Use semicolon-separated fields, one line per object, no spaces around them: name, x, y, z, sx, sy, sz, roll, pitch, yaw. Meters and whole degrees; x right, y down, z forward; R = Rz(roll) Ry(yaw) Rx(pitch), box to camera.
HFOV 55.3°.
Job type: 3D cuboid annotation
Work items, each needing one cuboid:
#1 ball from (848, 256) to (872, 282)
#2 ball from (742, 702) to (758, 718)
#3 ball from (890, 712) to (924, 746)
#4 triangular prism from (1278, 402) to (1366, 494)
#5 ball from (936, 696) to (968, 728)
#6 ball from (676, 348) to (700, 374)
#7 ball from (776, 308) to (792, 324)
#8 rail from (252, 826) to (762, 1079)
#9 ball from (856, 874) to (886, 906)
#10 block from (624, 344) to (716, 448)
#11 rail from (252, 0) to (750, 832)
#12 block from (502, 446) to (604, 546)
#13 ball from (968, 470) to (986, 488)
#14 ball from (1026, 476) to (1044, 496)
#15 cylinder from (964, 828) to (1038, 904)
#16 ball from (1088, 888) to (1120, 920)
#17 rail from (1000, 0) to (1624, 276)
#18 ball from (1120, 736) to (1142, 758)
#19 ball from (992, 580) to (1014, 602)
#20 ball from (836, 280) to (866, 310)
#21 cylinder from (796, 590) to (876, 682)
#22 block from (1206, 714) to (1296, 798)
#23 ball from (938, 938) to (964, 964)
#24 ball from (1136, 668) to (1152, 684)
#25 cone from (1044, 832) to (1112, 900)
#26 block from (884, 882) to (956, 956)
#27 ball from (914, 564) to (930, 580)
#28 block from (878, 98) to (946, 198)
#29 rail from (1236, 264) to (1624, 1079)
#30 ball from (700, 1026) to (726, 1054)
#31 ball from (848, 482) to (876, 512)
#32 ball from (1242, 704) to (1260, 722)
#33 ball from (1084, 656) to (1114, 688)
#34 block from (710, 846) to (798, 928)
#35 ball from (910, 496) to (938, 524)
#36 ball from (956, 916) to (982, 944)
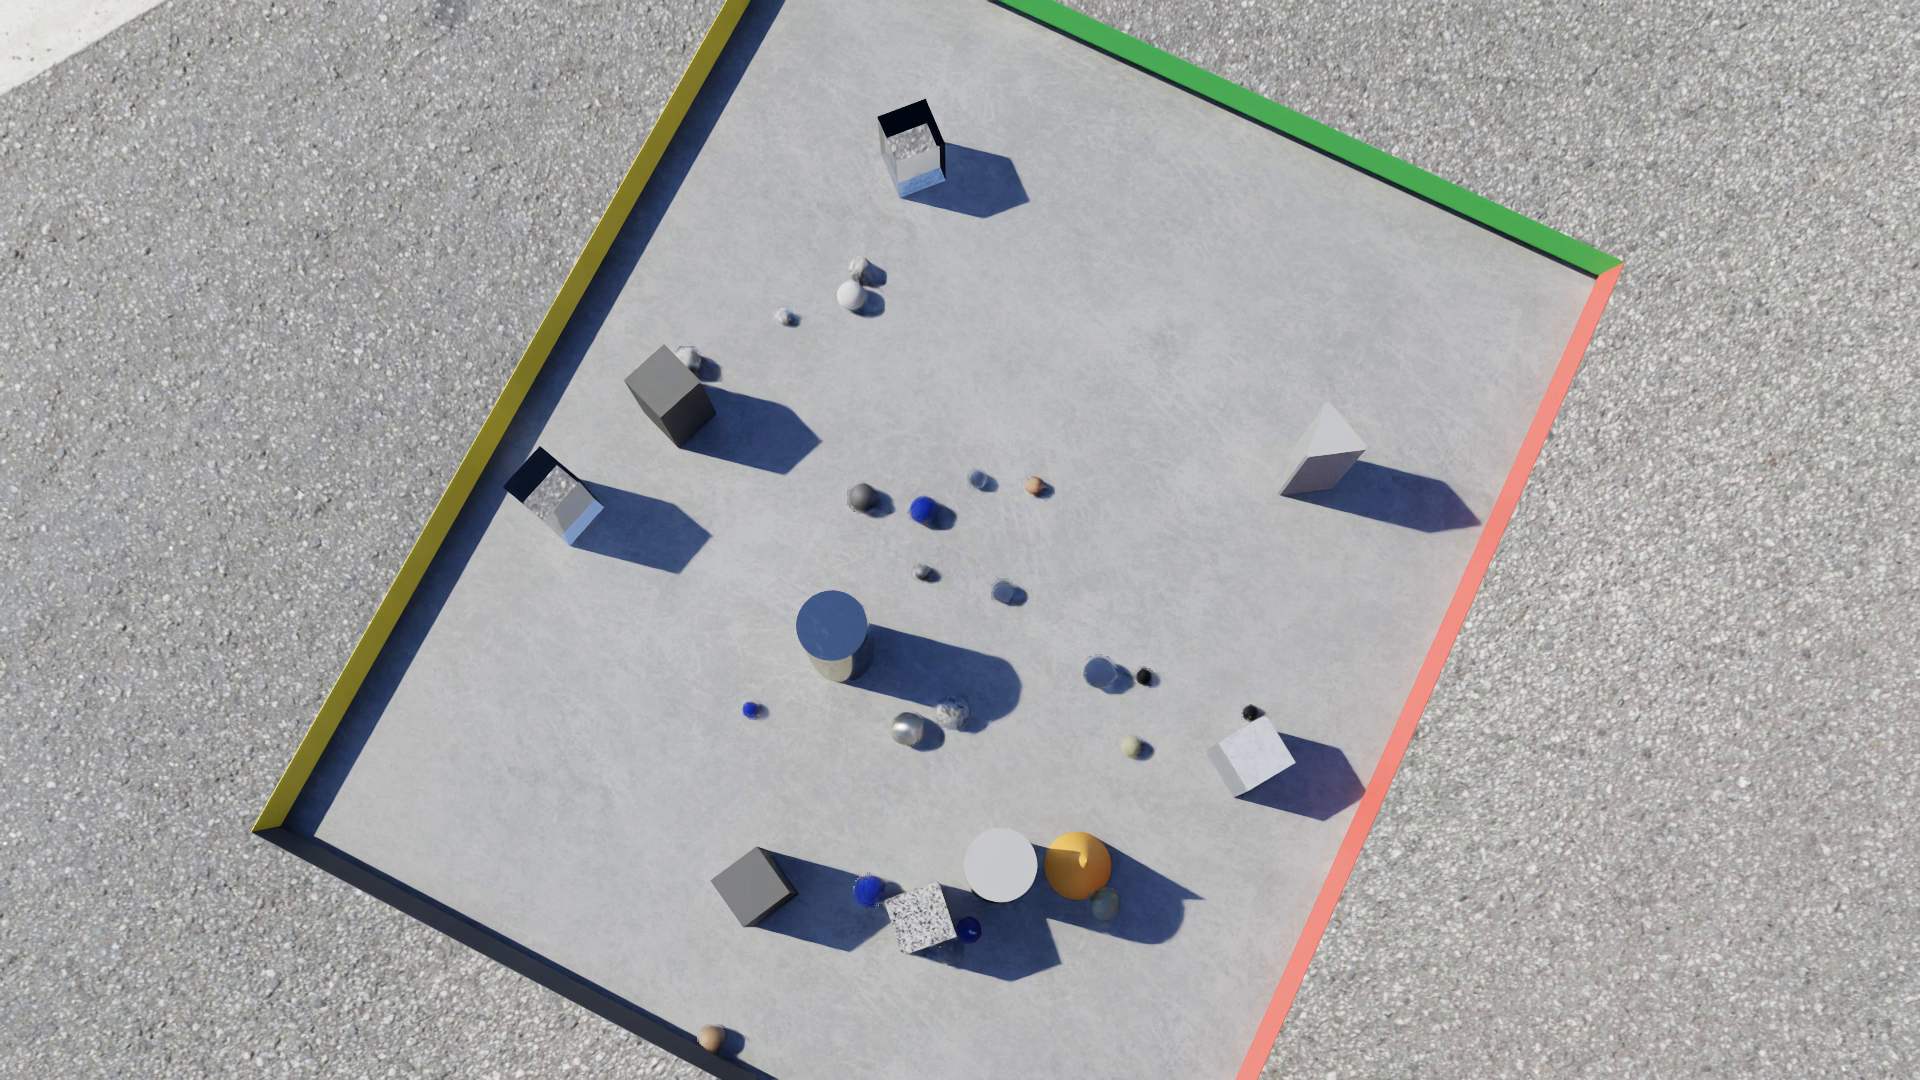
ball;-0.314;-0.851;5.754;0.076;0.076;0.076;0;78;0
ball;-0.627;0.508;5.486;0.050;0.050;0.050;0;78;0
ball;-0.158;0.561;5.450;0.100;0.100;0.100;0;78;0
triangular prism;1.055;-0.273;5.429;0.172;0.478;0.149;-8;78;-2
ball;-0.022;0.511;5.461;0.097;0.097;0.097;0;78;0
ball;-0.846;-0.554;5.684;0.083;0.083;0.083;0;78;0
ball;-0.553;-0.701;5.737;0.049;0.049;0.049;0;78;0
rail;-0.749;1.474;5.244;2.900;0.129;0.045;26;80;5
ball;-0.261;1.024;5.360;0.088;0.088;0.088;0;78;0
block;-0.870;-0.430;5.526;0.159;0.352;0.159;-43;82;-8
rail;-1.276;-0.618;5.677;0.045;0.129;3.398;26;80;5
block;-1.207;-0.127;5.460;0.159;0.358;0.159;39;81;7
ball;0.055;-0.185;5.627;0.055;0.055;0.055;0;78;0
ball;0.228;-0.166;5.622;0.056;0.056;0.056;0;78;0
cylinder;0.109;0.925;5.180;0.199;0.480;0.199;0;78;0
ball;0.422;1.064;5.349;0.092;0.092;0.092;0;78;0
rail;0.749;-1.460;5.852;2.900;0.129;0.045;26;80;5
ball;0.510;0.616;5.456;0.065;0.065;0.065;0;78;0
ball;0.131;0.156;5.551;0.066;0.066;0.066;0;78;0
ball;-0.339;-0.765;5.728;0.092;0.092;0.092;0;78;0
cylinder;-0.356;0.285;5.318;0.199;0.470;0.199;0;78;0
block;0.843;0.632;5.341;0.159;0.284;0.159;-30;80;-6
ball;-0.026;1.196;5.332;0.072;0.072;0.072;0;78;0
ball;0.552;0.411;5.508;0.047;0.047;0.047;0;78;0
cone;0.348;0.922;5.220;0.199;0.403;0.199;0;78;0
block;-0.110;1.079;5.227;0.159;0.326;0.159;-19;79;-4
ball;-0.115;0.097;5.571;0.050;0.050;0.050;0;78;0
block;-0.149;-1.220;5.724;0.159;0.284;0.159;-21;79;-4
rail;1.276;0.631;5.419;0.045;0.129;3.398;26;80;5
ball;-0.712;1.438;5.279;0.078;0.078;0.078;0;78;0
ball;-0.298;-0.131;5.599;0.087;0.087;0.087;0;78;0
ball;0.871;0.519;5.483;0.052;0.052;0.052;0;78;0
ball;0.416;0.397;5.486;0.095;0.095;0.095;0;78;0
block;-0.586;0.997;5.258;0.159;0.299;0.159;-36;81;-7
ball;-0.110;-0.091;5.590;0.088;0.088;0.088;0;78;0
ball;0.026;1.137;5.343;0.076;0.076;0.076;0;78;0
